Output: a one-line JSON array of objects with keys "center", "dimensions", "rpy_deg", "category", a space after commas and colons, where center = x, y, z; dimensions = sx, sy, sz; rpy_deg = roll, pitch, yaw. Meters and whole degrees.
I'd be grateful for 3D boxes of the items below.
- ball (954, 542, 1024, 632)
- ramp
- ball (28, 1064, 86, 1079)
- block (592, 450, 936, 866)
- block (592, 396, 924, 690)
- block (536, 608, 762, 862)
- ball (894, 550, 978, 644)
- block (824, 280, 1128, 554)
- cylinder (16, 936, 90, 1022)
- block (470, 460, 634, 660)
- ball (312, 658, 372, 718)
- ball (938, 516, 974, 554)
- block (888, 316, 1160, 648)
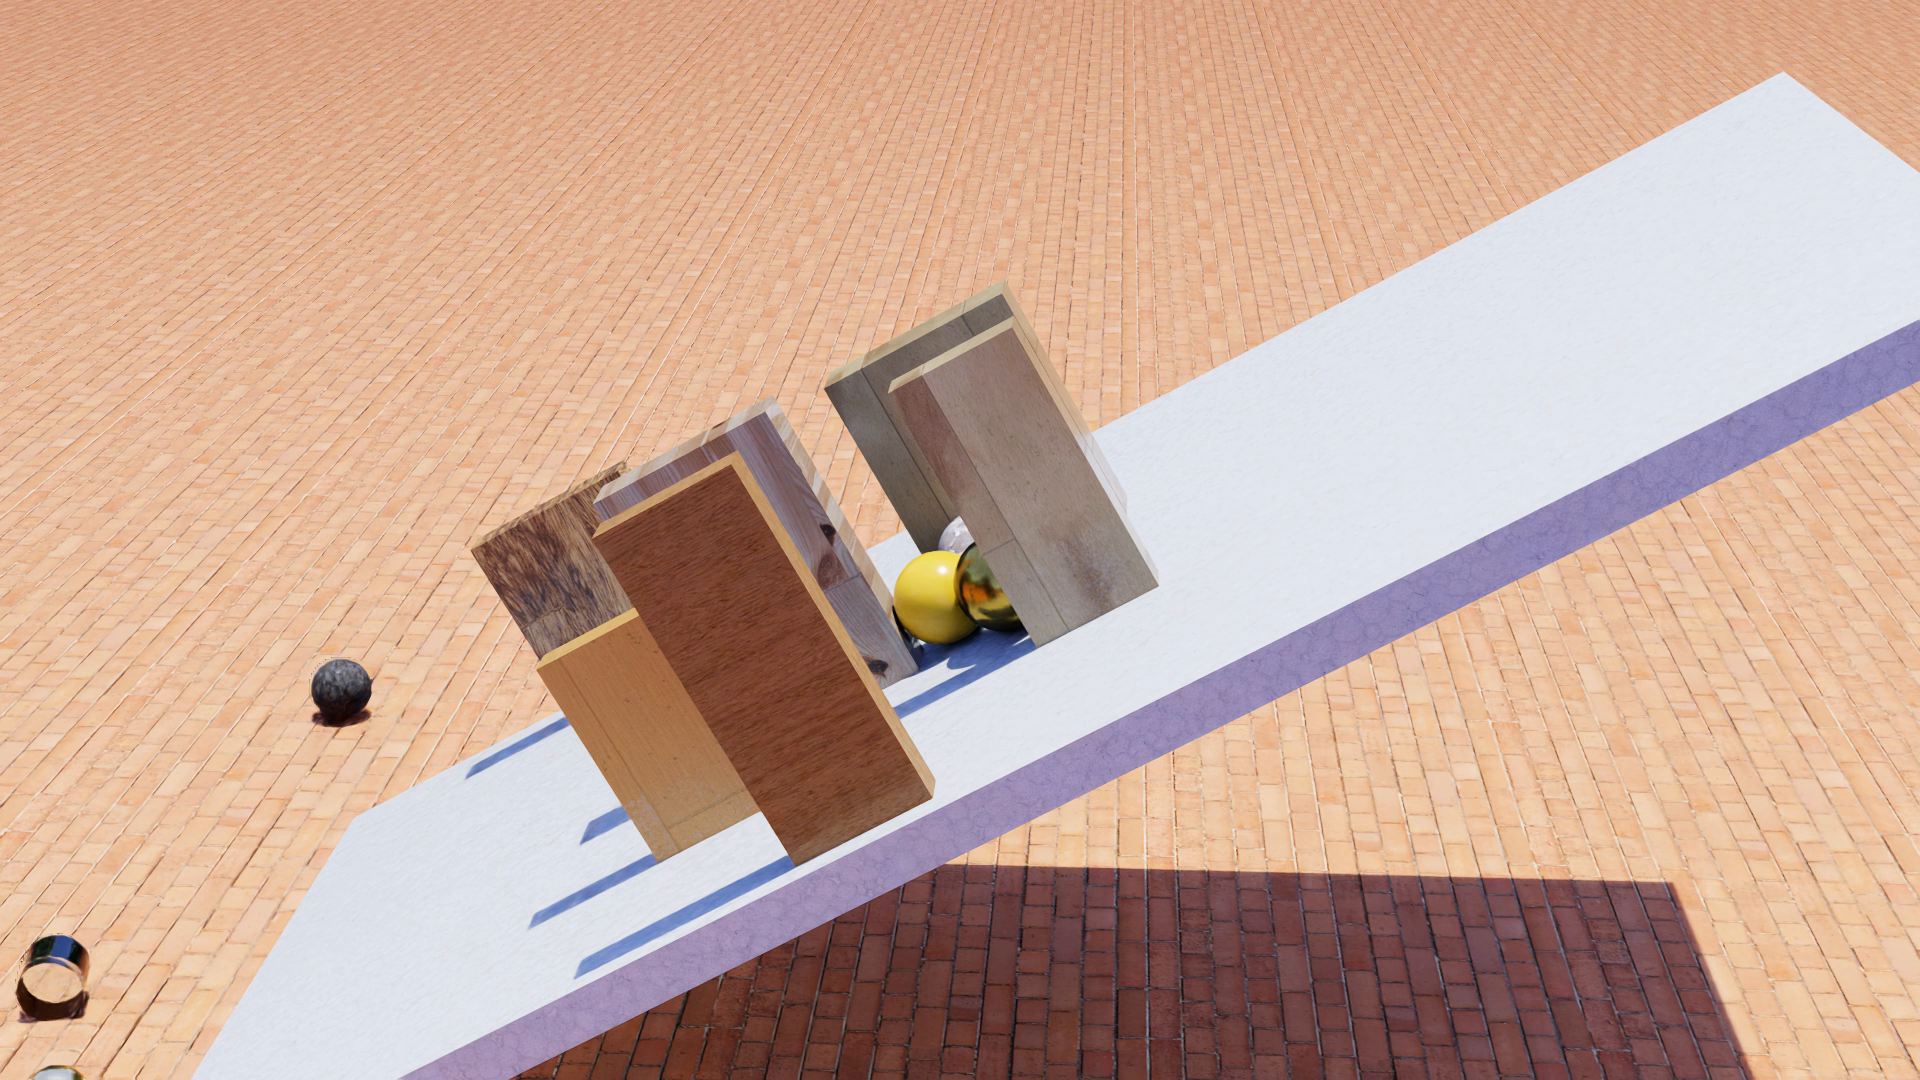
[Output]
[{"center": [0.088, 0.086, 6.046], "dimensions": [0.205, 0.205, 0.205], "rpy_deg": [0, 18, 0], "category": "ball"}, {"center": [0.142, 0.167, 6.283], "dimensions": [4.000, 0.100, 2.000], "rpy_deg": [-27, 14, 11], "category": "ramp"}, {"center": [-1.913, 1.186, 6.227], "dimensions": [0.148, 0.148, 0.148], "rpy_deg": [0, 18, 0], "category": "ball"}, {"center": [-0.353, 0.223, 5.391], "dimensions": [0.294, 0.729, 0.088], "rpy_deg": [-27, 14, 11], "category": "block"}, {"center": [-0.419, 0.080, 6.191], "dimensions": [0.418, 0.641, 0.131], "rpy_deg": [-27, 14, 11], "category": "block"}, {"center": [-0.612, 0.384, 5.883], "dimensions": [0.248, 0.471, 0.084], "rpy_deg": [-27, 14, 11], "category": "block"}, {"center": [-0.042, 0.121, 6.197], "dimensions": [0.199, 0.199, 0.199], "rpy_deg": [0, 18, 0], "category": "ball"}, {"center": [0.038, -0.212, 6.439], "dimensions": [0.441, 0.560, 0.135], "rpy_deg": [-27, 14, 11], "category": "block"}, {"center": [-2.087, 1.008, 6.772], "dimensions": [0.147, 0.147, 0.147], "rpy_deg": [-3, 19, -9], "category": "cylinder"}, {"center": [-0.884, 0.125, 7.244], "dimensions": [0.427, 0.504, 0.100], "rpy_deg": [-27, 14, 11], "category": "block"}, {"center": [-1.789, 0.430, 8.505], "dimensions": [0.172, 0.172, 0.172], "rpy_deg": [0, 18, 0], "category": "ball"}, {"center": [0.046, 0.031, 6.346], "dimensions": [0.191, 0.191, 0.191], "rpy_deg": [0, 18, 0], "category": "ball"}, {"center": [0.130, -0.112, 5.828], "dimensions": [0.277, 0.601, 0.093], "rpy_deg": [-27, 14, 11], "category": "block"}]
